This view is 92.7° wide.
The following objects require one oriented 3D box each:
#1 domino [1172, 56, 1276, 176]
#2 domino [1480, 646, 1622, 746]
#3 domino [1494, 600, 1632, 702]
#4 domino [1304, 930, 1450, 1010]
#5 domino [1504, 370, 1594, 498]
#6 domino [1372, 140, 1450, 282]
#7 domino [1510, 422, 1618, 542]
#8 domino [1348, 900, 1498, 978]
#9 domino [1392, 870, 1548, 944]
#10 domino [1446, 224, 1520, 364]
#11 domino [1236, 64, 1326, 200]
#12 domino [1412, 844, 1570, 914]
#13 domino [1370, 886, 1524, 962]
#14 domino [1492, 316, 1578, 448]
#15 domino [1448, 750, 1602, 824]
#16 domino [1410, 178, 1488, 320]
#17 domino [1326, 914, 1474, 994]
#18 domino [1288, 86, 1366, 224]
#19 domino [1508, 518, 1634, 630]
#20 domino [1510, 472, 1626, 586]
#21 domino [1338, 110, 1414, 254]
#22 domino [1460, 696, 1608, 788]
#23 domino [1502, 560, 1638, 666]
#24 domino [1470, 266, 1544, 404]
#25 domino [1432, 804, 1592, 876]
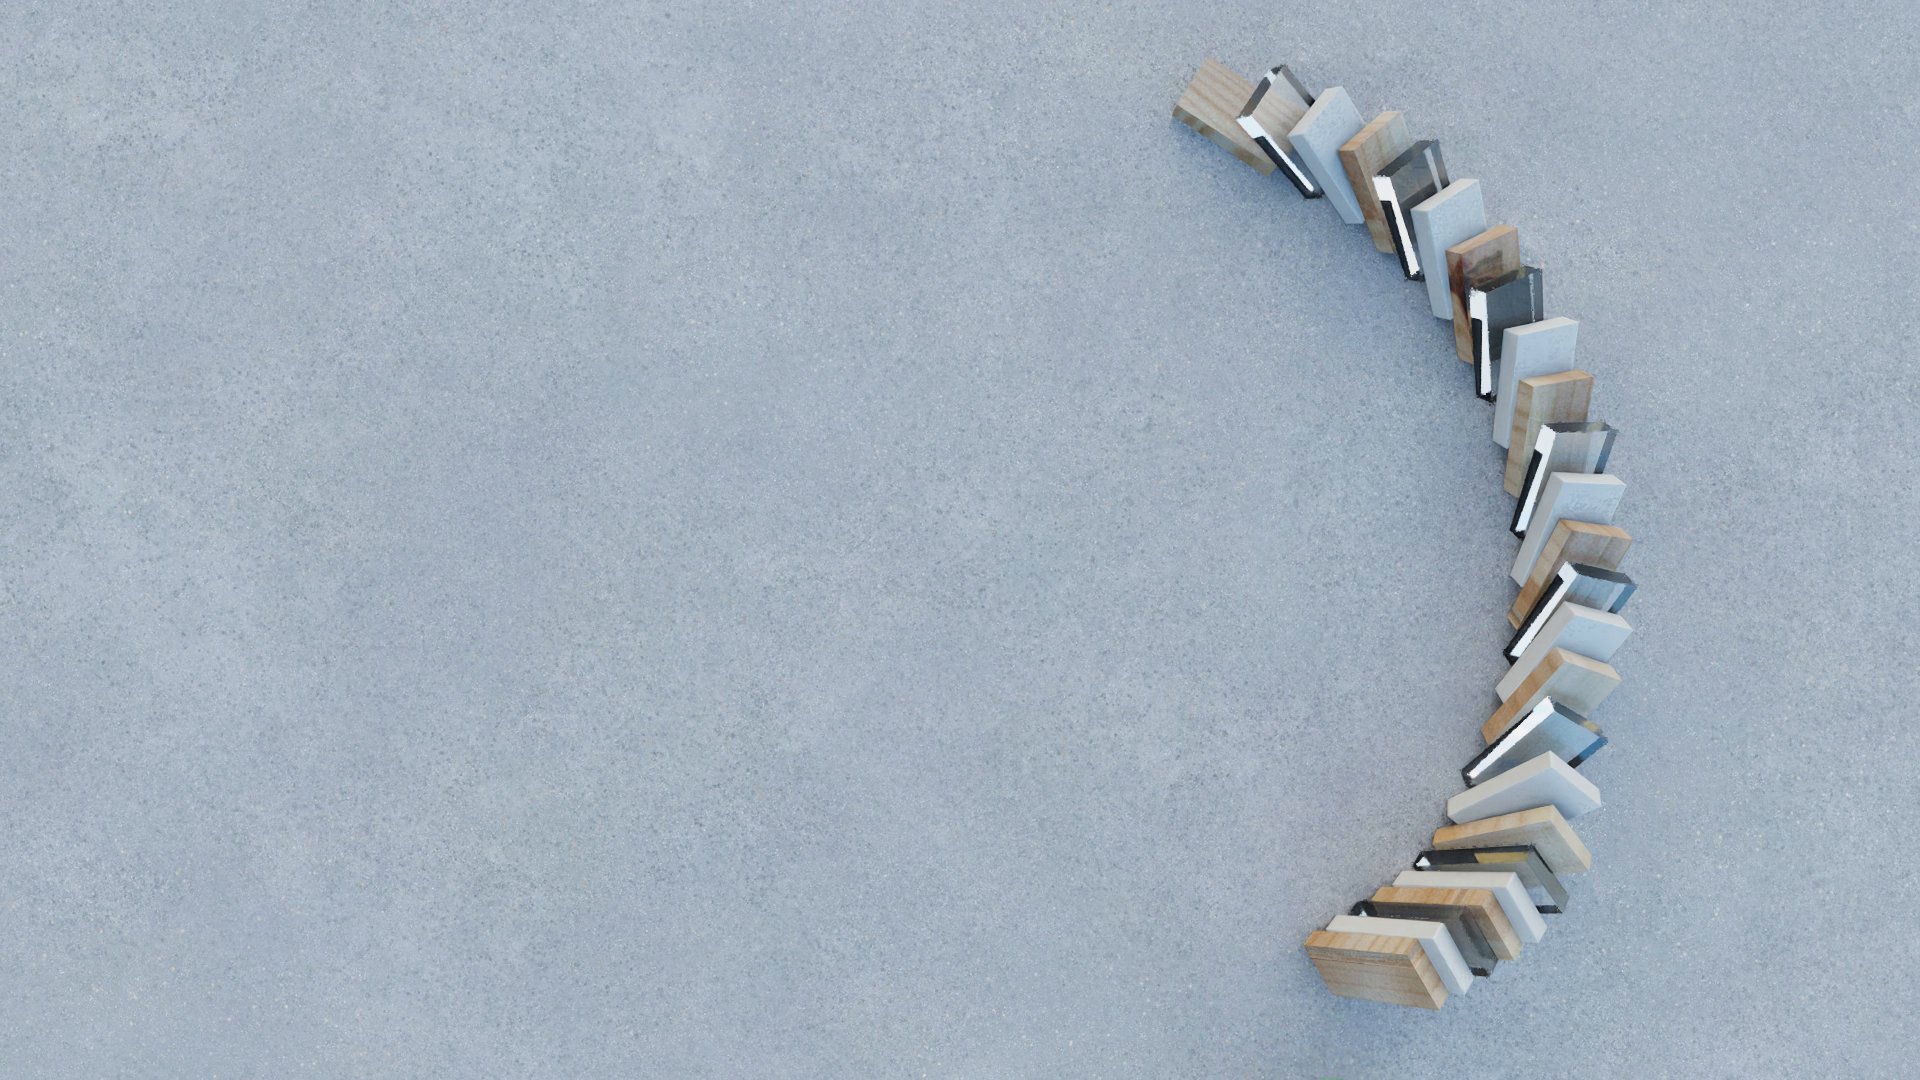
[{"bbox_3d":[0.120,-0.182,0.395,0.050,0.010,0.025,33,90,0],"label":"domino"},{"bbox_3d":[0.245,0.069,0.382,0.025,0.009,0.050,19,123,-3],"label":"domino"},{"bbox_3d":[0.250,0.050,0.381,0.025,0.009,0.050,14,123,-4],"label":"domino"},{"bbox_3d":[0.170,0.176,0.377,0.009,0.050,0.025,-30,90,-35],"label":"domino"},{"bbox_3d":[0.246,-0.044,0.384,0.025,0.010,0.050,-10,118,0],"label":"domino"},{"bbox_3d":[0.193,-0.137,0.383,0.025,0.009,0.050,-38,120,-2],"label":"domino"},{"bbox_3d":[0.252,-0.024,0.383,0.025,0.009,0.050,-2,120,-1],"label":"domino"},{"bbox_3d":[0.189,0.163,0.377,0.009,0.050,0.025,-30,90,-35],"label":"domino"},{"bbox_3d":[0.208,0.150,0.377,0.010,0.050,0.025,-30,90,-35],"label":"domino"},{"bbox_3d":[0.221,-0.102,0.384,0.025,0.010,0.050,-25,119,0],"label":"domino"},{"bbox_3d":[0.141,-0.170,0.385,0.050,0.009,0.025,34,90,-26],"label":"domino"},{"bbox_3d":[0.217,0.140,0.377,0.009,0.050,0.025,-35,90,-35],"label":"domino"},{"bbox_3d":[0.199,0.157,0.377,0.010,0.050,0.025,-30,90,-35],"label":"domino"},{"bbox_3d":[0.240,-0.065,0.384,0.025,0.009,0.050,-12,118,-1],"label":"domino"},{"bbox_3d":[0.232,0.109,0.380,0.025,0.009,0.050,38,132,0],"label":"domino"},{"bbox_3d":[0.207,-0.121,0.383,0.025,0.009,0.050,-32,119,-3],"label":"domino"},{"bbox_3d":[0.180,0.169,0.377,0.010,0.050,0.025,-30,91,-35],"label":"domino"},{"bbox_3d":[0.161,-0.160,0.384,0.050,0.010,0.025,39,90,-28],"label":"domino"},{"bbox_3d":[0.254,0.017,0.383,0.025,0.009,0.050,8,121,0],"label":"domino"},{"bbox_3d":[0.254,-0.003,0.383,0.025,0.009,0.050,3,120,0],"label":"domino"},{"bbox_3d":[0.179,-0.149,0.383,0.025,0.009,0.050,-40,120,-1],"label":"domino"},{"bbox_3d":[0.239,0.091,0.383,0.025,0.009,0.050,30,122,0],"label":"domino"},{"bbox_3d":[0.253,0.034,0.382,0.025,0.009,0.050,12,123,-2],"label":"domino"},{"bbox_3d":[0.229,-0.085,0.383,0.025,0.009,0.050,-23,119,-1],"label":"domino"},{"bbox_3d":[0.227,0.128,0.379,0.025,0.050,0.010,53,46,0],"label":"domino"}]
